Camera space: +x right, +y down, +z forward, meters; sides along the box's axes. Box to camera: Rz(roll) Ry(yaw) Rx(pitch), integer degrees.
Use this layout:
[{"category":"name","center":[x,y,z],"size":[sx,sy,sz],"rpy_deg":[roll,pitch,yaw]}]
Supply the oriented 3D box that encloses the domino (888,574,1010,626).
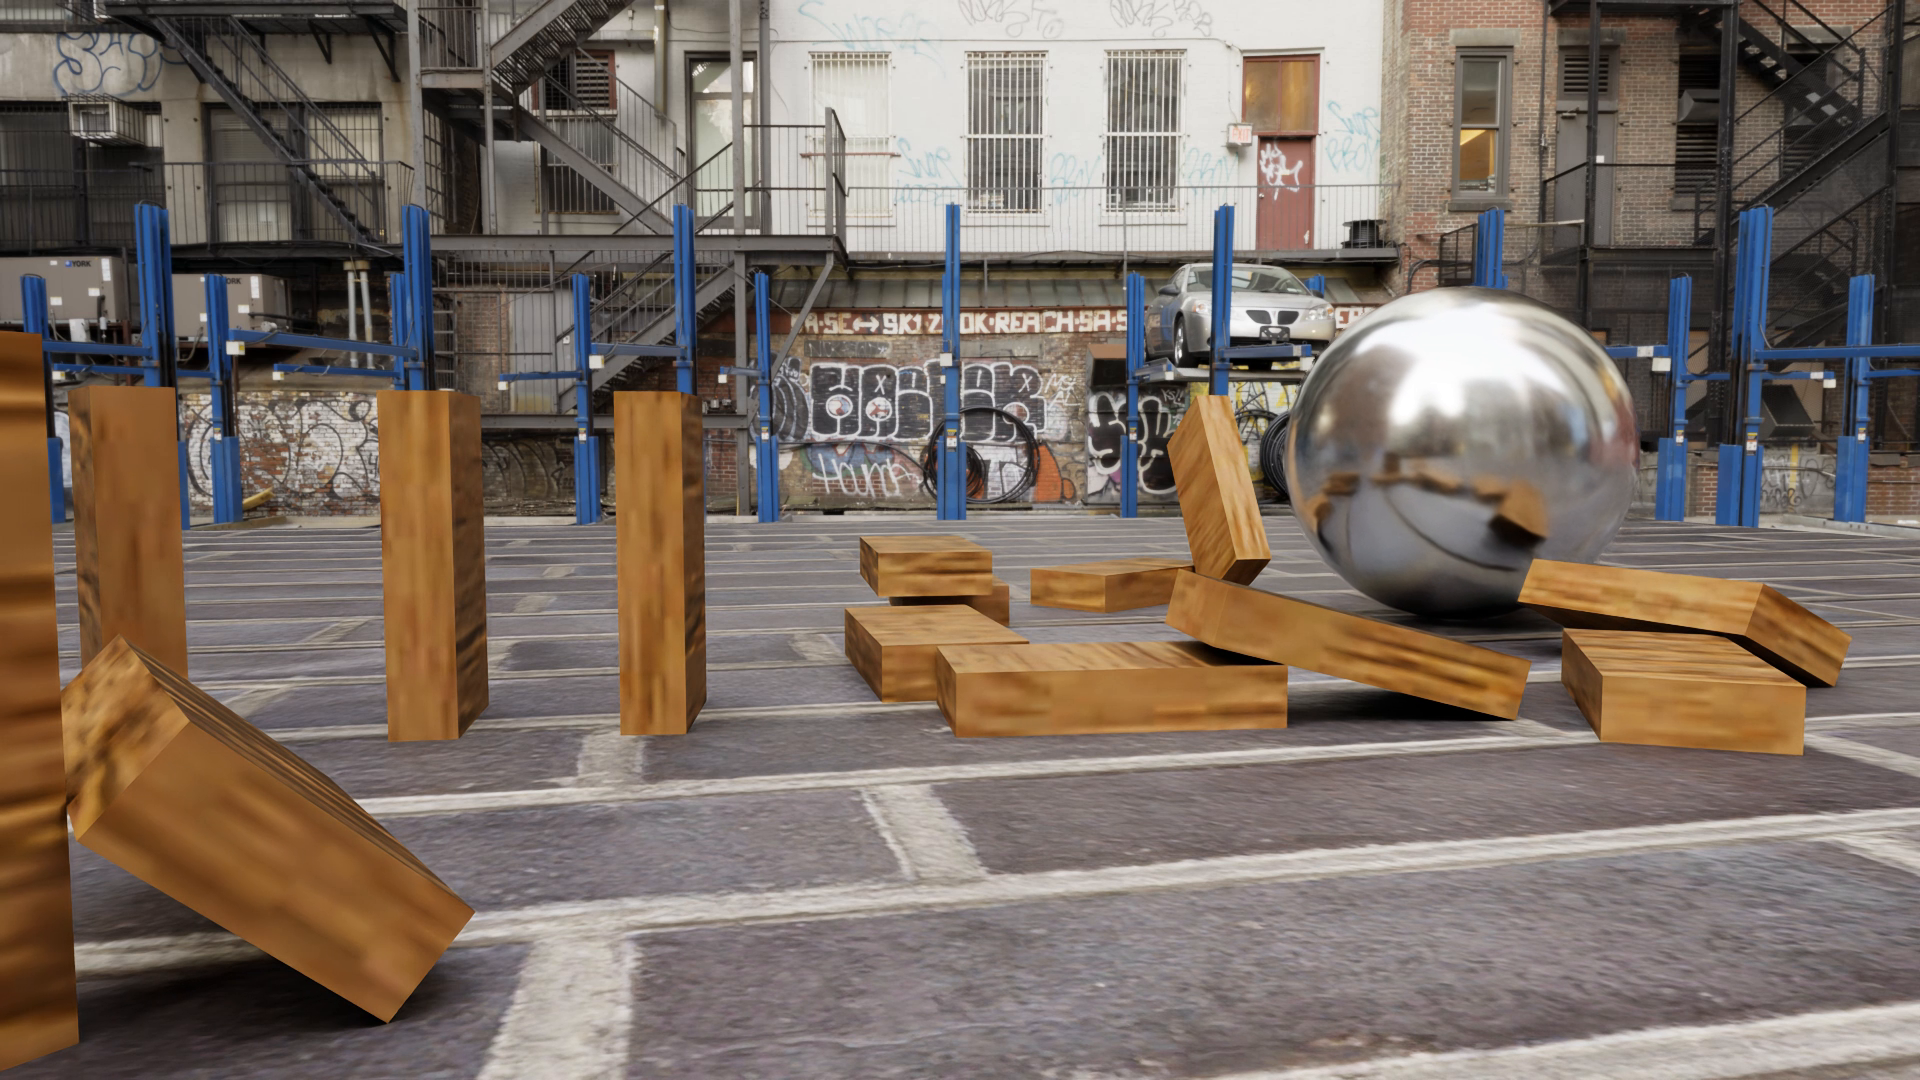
[{"category":"domino","center":[-0.004,0.014,0.323],"size":[0.025,0.010,0.050],"rpy_deg":[-1,4,-7]}]

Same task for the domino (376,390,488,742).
[{"category":"domino","center":[-0.079,0.003,0.195],"size":[0.010,0.050,0.025],"rpy_deg":[-1,4,-11]}]

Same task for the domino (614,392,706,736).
[{"category":"domino","center":[-0.046,0.003,0.198],"size":[0.010,0.050,0.025],"rpy_deg":[0,4,-4]}]

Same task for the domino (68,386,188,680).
[{"category":"domino","center":[-0.116,0.004,0.179],"size":[0.010,0.050,0.025],"rpy_deg":[-4,6,-40]}]

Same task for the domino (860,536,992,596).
[{"category":"domino","center":[-0.009,0.006,0.304],"size":[0.025,0.010,0.050],"rpy_deg":[-1,4,-9]}]

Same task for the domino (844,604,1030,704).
[{"category":"domino","center":[-0.006,0.020,0.238],"size":[0.025,0.010,0.050],"rpy_deg":[-1,4,-12]}]

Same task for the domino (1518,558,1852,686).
[{"category":"domino","center":[0.135,0.015,0.244],"size":[0.025,0.010,0.050],"rpy_deg":[25,-5,-21]}]

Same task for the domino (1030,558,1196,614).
[{"category":"domino","center":[0.045,0.012,0.349],"size":[0.025,0.010,0.050],"rpy_deg":[4,6,45]}]

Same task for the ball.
[{"category":"ball","center":[0.120,-0.021,0.310],"size":[0.080,0.080,0.080],"rpy_deg":[0,4,0]}]

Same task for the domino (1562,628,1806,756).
[{"category":"domino","center":[0.112,0.023,0.203],"size":[0.025,0.010,0.050],"rpy_deg":[1,5,19]}]

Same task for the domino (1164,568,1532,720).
[{"category":"domino","center":[0.061,0.016,0.206],"size":[0.050,0.009,0.025],"rpy_deg":[14,2,-8]}]

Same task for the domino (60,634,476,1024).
[{"category":"domino","center":[-0.062,0.022,0.110],"size":[0.050,0.009,0.025],"rpy_deg":[6,-36,52]}]

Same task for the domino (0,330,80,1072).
[{"category":"domino","center":[-0.073,0.011,0.081],"size":[0.009,0.050,0.025],"rpy_deg":[3,5,31]}]

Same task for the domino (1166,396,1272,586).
[{"category":"domino","center":[0.069,-0.011,0.346],"size":[0.009,0.050,0.025],"rpy_deg":[-1,-28,-13]}]

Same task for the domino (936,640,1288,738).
[{"category":"domino","center":[0.023,0.023,0.201],"size":[0.050,0.009,0.025],"rpy_deg":[-1,4,-7]}]
